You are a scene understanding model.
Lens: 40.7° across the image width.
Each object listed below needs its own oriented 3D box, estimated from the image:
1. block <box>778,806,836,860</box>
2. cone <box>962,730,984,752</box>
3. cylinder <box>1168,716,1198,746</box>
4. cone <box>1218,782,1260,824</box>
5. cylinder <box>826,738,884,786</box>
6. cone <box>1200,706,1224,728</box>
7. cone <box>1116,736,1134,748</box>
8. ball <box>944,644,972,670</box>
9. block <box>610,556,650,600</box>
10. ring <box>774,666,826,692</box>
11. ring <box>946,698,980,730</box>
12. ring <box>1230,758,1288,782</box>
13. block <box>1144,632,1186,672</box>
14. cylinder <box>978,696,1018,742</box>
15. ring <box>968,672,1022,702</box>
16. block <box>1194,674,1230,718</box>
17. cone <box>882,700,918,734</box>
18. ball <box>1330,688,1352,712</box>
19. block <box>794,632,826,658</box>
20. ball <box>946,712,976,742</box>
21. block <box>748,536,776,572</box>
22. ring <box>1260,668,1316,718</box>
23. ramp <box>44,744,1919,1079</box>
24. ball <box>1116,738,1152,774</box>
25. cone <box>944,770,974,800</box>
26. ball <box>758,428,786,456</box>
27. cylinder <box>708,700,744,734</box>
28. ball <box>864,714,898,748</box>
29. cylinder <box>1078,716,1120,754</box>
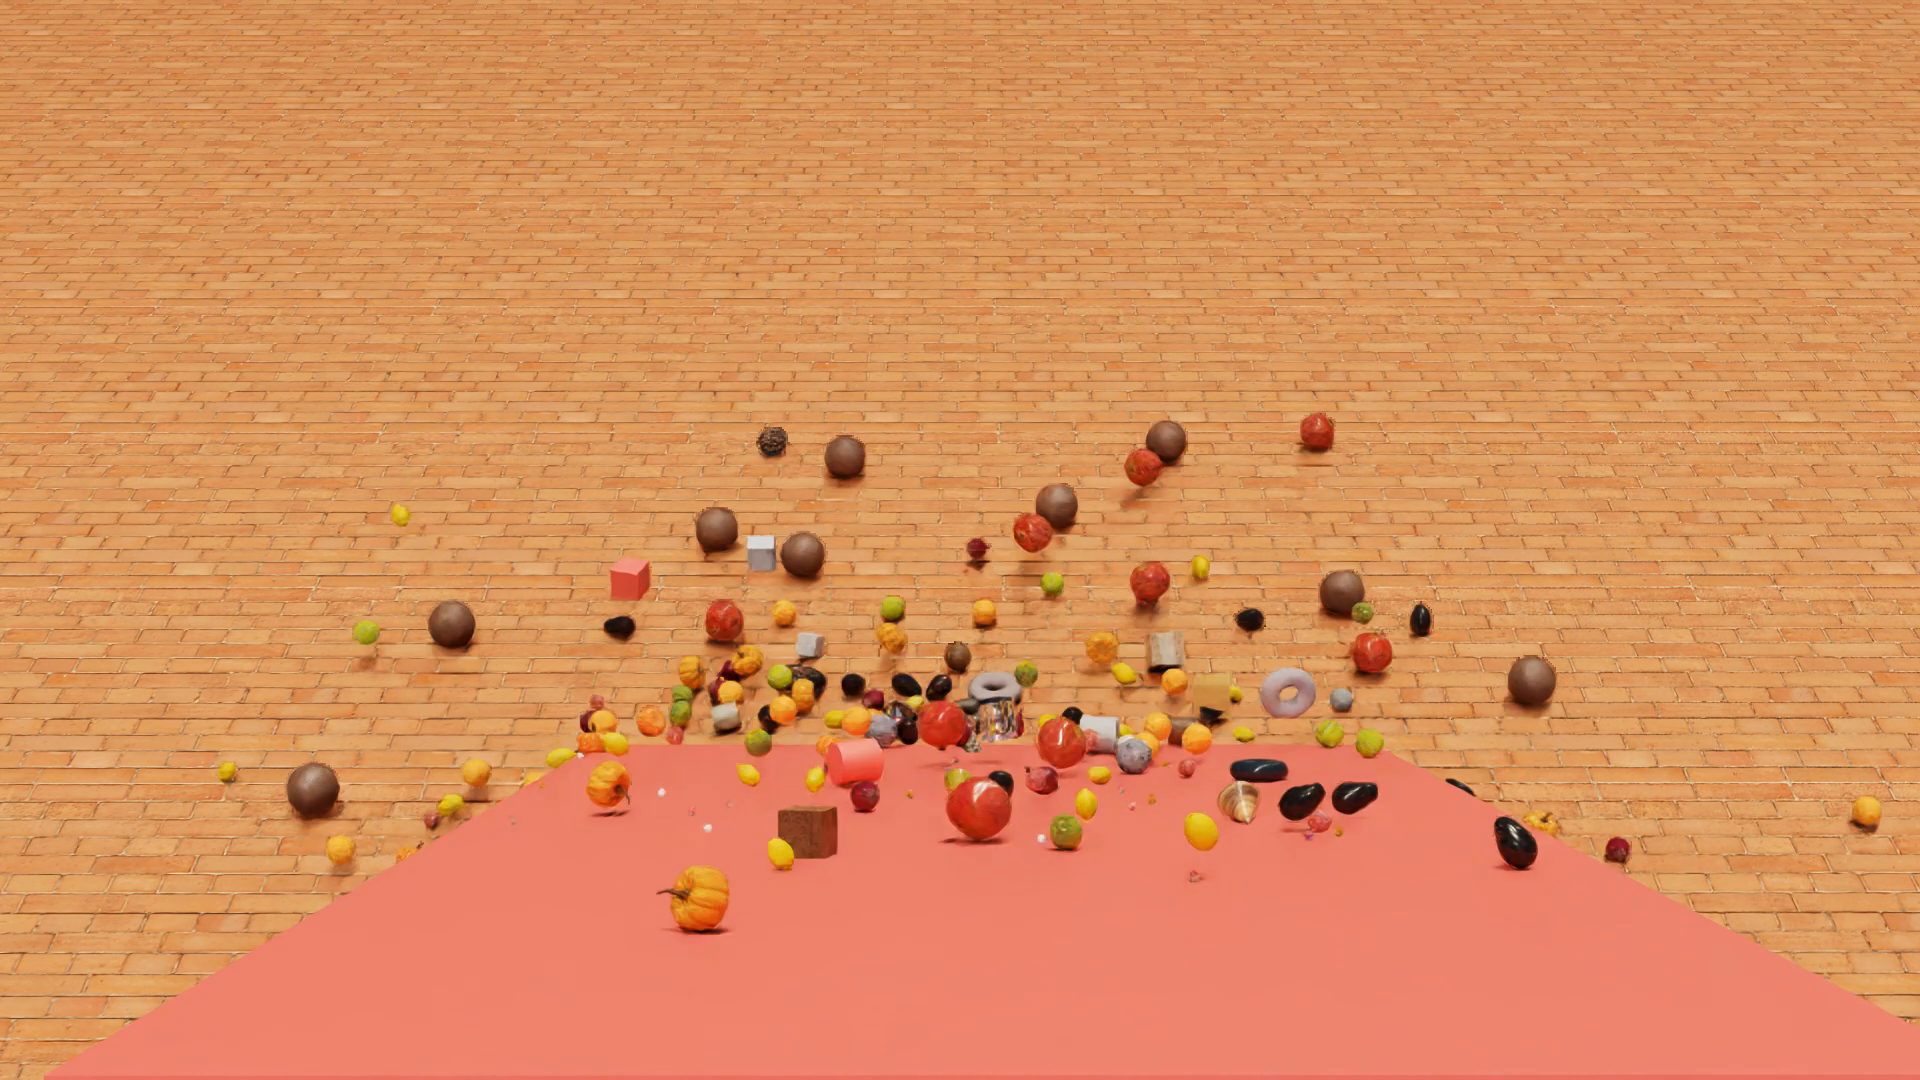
[{"bbox_3d":[-0.259,0.496,4.392,0.080,0.080,0.080,0,0,15],"label":"block"},{"bbox_3d":[0.032,0.500,6.443,0.051,0.051,0.051,0,0,0],"label":"cone"},{"bbox_3d":[0.566,0.484,6.574,0.073,0.073,0.073,3,29,1],"label":"cylinder"},{"bbox_3d":[0.537,0.515,4.889,0.085,0.085,0.085,-3,27,-6],"label":"cone"},{"bbox_3d":[-0.225,0.475,5.544,0.093,0.093,0.093,-5,29,-25],"label":"cylinder"},{"bbox_3d":[0.671,0.460,6.816,0.059,0.059,0.059,-18,19,30],"label":"cone"},{"bbox_3d":[0.407,0.514,6.282,0.057,0.057,0.057,3,28,5],"label":"cone"},{"bbox_3d":[-0.005,0.321,7.102,0.075,0.075,0.075,0,29,0],"label":"ball"},{"bbox_3d":[-0.952,0.110,7.470,0.085,0.085,0.085,9,30,16],"label":"block"},{"bbox_3d":[-0.433,0.377,7.013,0.139,0.046,0.139,9,13,-2],"label":"ring"},{"bbox_3d":[0.026,0.463,6.880,0.129,0.043,0.129,-3,28,2],"label":"ring"},{"bbox_3d":[0.661,0.508,5.708,0.131,0.044,0.131,0,-1,0],"label":"ring"},{"bbox_3d":[0.560,0.304,7.075,0.091,0.091,0.091,-3,-11,-7],"label":"block"},{"bbox_3d":[0.089,0.423,6.114,0.088,0.088,0.088,-5,72,-9],"label":"cylinder"},{"bbox_3d":[0.095,0.404,6.979,0.150,0.050,0.150,-2,29,1],"label":"ring"},{"bbox_3d":[0.672,0.415,6.891,0.092,0.092,0.092,0,15,7],"label":"block"},{"bbox_3d":[-0.165,0.445,6.814,0.096,0.096,0.096,-3,58,5],"label":"cone"},{"bbox_3d":[1.021,0.428,6.924,0.062,0.062,0.062,0,29,0],"label":"ball"},{"bbox_3d":[-0.414,0.291,7.155,0.057,0.057,0.057,12,3,21],"label":"block"},{"bbox_3d":[0.005,0.488,6.716,0.078,0.078,0.078,0,29,0],"label":"ball"},{"bbox_3d":[-0.582,0.040,7.605,0.077,0.077,0.077,-1,29,-2],"label":"block"},{"bbox_3d":[0.834,0.389,6.569,0.146,0.146,0.049,-4,28,-7],"label":"ring"},{"bbox_3d":[0.065,0.585,4.634,2.000,0.100,4.000,0,0,0],"label":"ramp"},{"bbox_3d":[0.393,0.488,5.833,0.081,0.081,0.081,0,29,0],"label":"ball"},{"bbox_3d":[-0.007,0.516,5.309,0.066,0.066,0.066,4,26,8],"label":"cone"},{"bbox_3d":[-0.597,-0.313,8.224,0.090,0.090,0.090,0,29,0],"label":"ball"},{"bbox_3d":[-0.619,0.467,6.831,0.069,0.069,0.069,-22,27,11],"label":"cylinder"},{"bbox_3d":[-0.201,0.482,6.519,0.087,0.087,0.087,0,29,0],"label":"ball"},{"bbox_3d":[0.341,0.477,6.349,0.089,0.089,0.089,3,29,10],"label":"cylinder"}]
